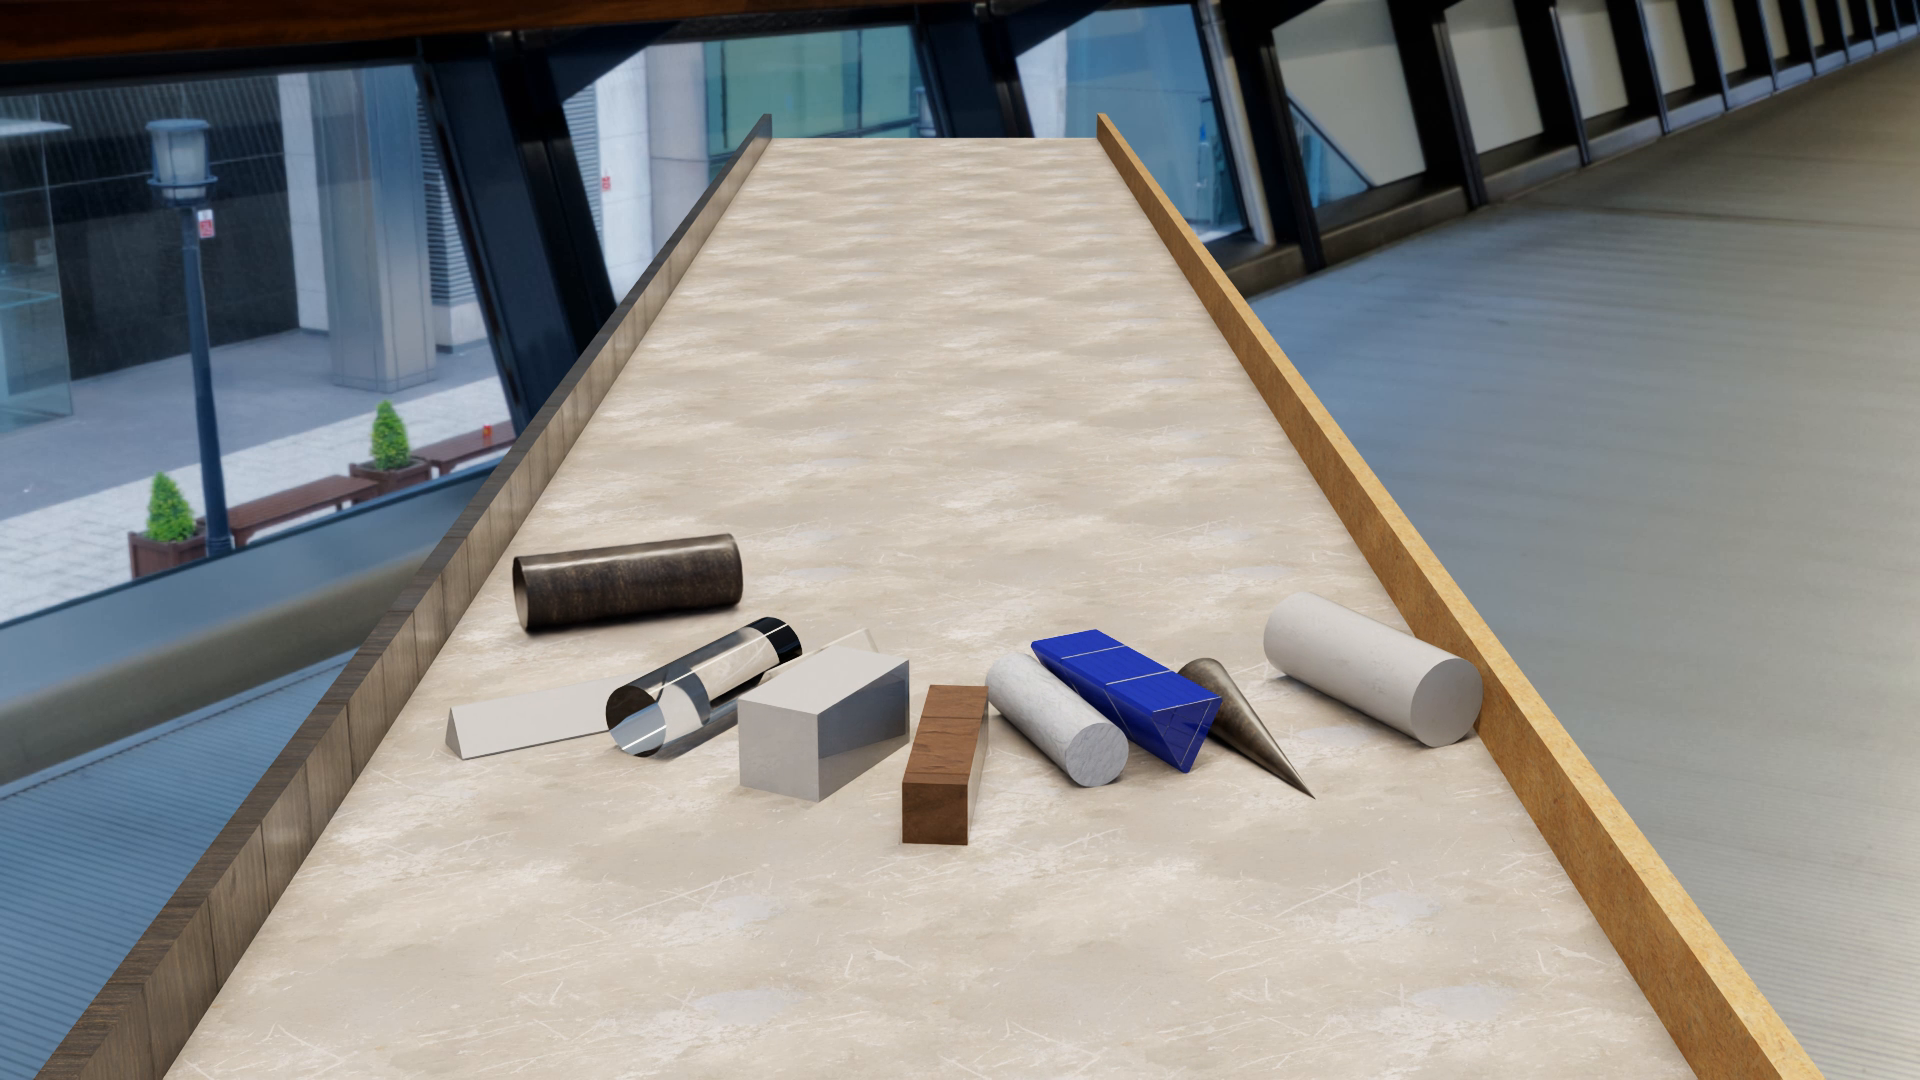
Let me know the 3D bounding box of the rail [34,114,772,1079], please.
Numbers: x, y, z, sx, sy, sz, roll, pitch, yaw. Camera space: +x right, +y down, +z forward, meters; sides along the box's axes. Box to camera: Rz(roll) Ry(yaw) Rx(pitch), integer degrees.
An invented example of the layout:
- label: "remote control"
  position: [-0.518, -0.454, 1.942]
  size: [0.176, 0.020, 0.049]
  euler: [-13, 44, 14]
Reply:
- label: "rail"
  position: [-1.118, -0.838, 7.780]
  size: [0.050, 0.150, 12.000]
  euler: [0, 17, -1]

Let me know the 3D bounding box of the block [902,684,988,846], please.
- label: "block"
  position: [-0.021, 0.378, 3.769]
  size: [0.106, 0.106, 0.455]
  euler: [1, 17, 5]

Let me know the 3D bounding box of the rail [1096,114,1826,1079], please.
- label: "rail"
  position: [0.932, -0.844, 7.801]
  size: [0.050, 0.150, 12.000]
  euler: [0, 17, -1]

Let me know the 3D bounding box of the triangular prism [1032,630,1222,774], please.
- label: "triangular prism"
  position: [0.313, 0.264, 4.010]
  size: [0.126, 0.146, 0.418]
  euler: [-39, 30, -14]

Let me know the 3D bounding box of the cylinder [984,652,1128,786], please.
- label: "cylinder"
  position: [0.169, 0.318, 3.950]
  size: [0.118, 0.118, 0.383]
  euler: [-6, 18, -20]

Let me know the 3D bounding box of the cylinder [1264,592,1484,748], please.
- label: "cylinder"
  position: [0.770, 0.237, 4.134]
  size: [0.169, 0.169, 0.441]
  euler: [-9, 19, -27]

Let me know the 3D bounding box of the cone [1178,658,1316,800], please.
- label: "cone"
  position: [0.525, 0.358, 3.917]
  size: [0.121, 0.121, 0.428]
  euler: [-7, 26, -22]

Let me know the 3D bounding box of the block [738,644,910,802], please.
- label: "block"
  position: [-0.236, 0.319, 3.874]
  size: [0.160, 0.160, 0.314]
  euler: [9, 19, 27]

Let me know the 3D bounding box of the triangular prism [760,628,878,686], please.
- label: "triangular prism"
  position: [-0.265, 0.261, 4.124]
  size: [0.140, 0.121, 0.304]
  euler: [11, 20, 32]

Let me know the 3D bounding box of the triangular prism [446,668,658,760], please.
- label: "triangular prism"
  position: [-0.725, 0.307, 4.038]
  size: [0.426, 0.084, 0.097]
  euler: [-10, 19, -29]

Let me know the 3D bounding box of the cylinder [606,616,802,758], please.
- label: "cylinder"
  position: [-0.469, 0.268, 4.090]
  size: [0.134, 0.134, 0.438]
  euler: [9, 19, 28]

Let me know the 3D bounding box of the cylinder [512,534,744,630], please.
- label: "cylinder"
  position: [-0.704, 0.087, 4.664]
  size: [0.460, 0.154, 0.154]
  euler: [-7, 18, -21]
